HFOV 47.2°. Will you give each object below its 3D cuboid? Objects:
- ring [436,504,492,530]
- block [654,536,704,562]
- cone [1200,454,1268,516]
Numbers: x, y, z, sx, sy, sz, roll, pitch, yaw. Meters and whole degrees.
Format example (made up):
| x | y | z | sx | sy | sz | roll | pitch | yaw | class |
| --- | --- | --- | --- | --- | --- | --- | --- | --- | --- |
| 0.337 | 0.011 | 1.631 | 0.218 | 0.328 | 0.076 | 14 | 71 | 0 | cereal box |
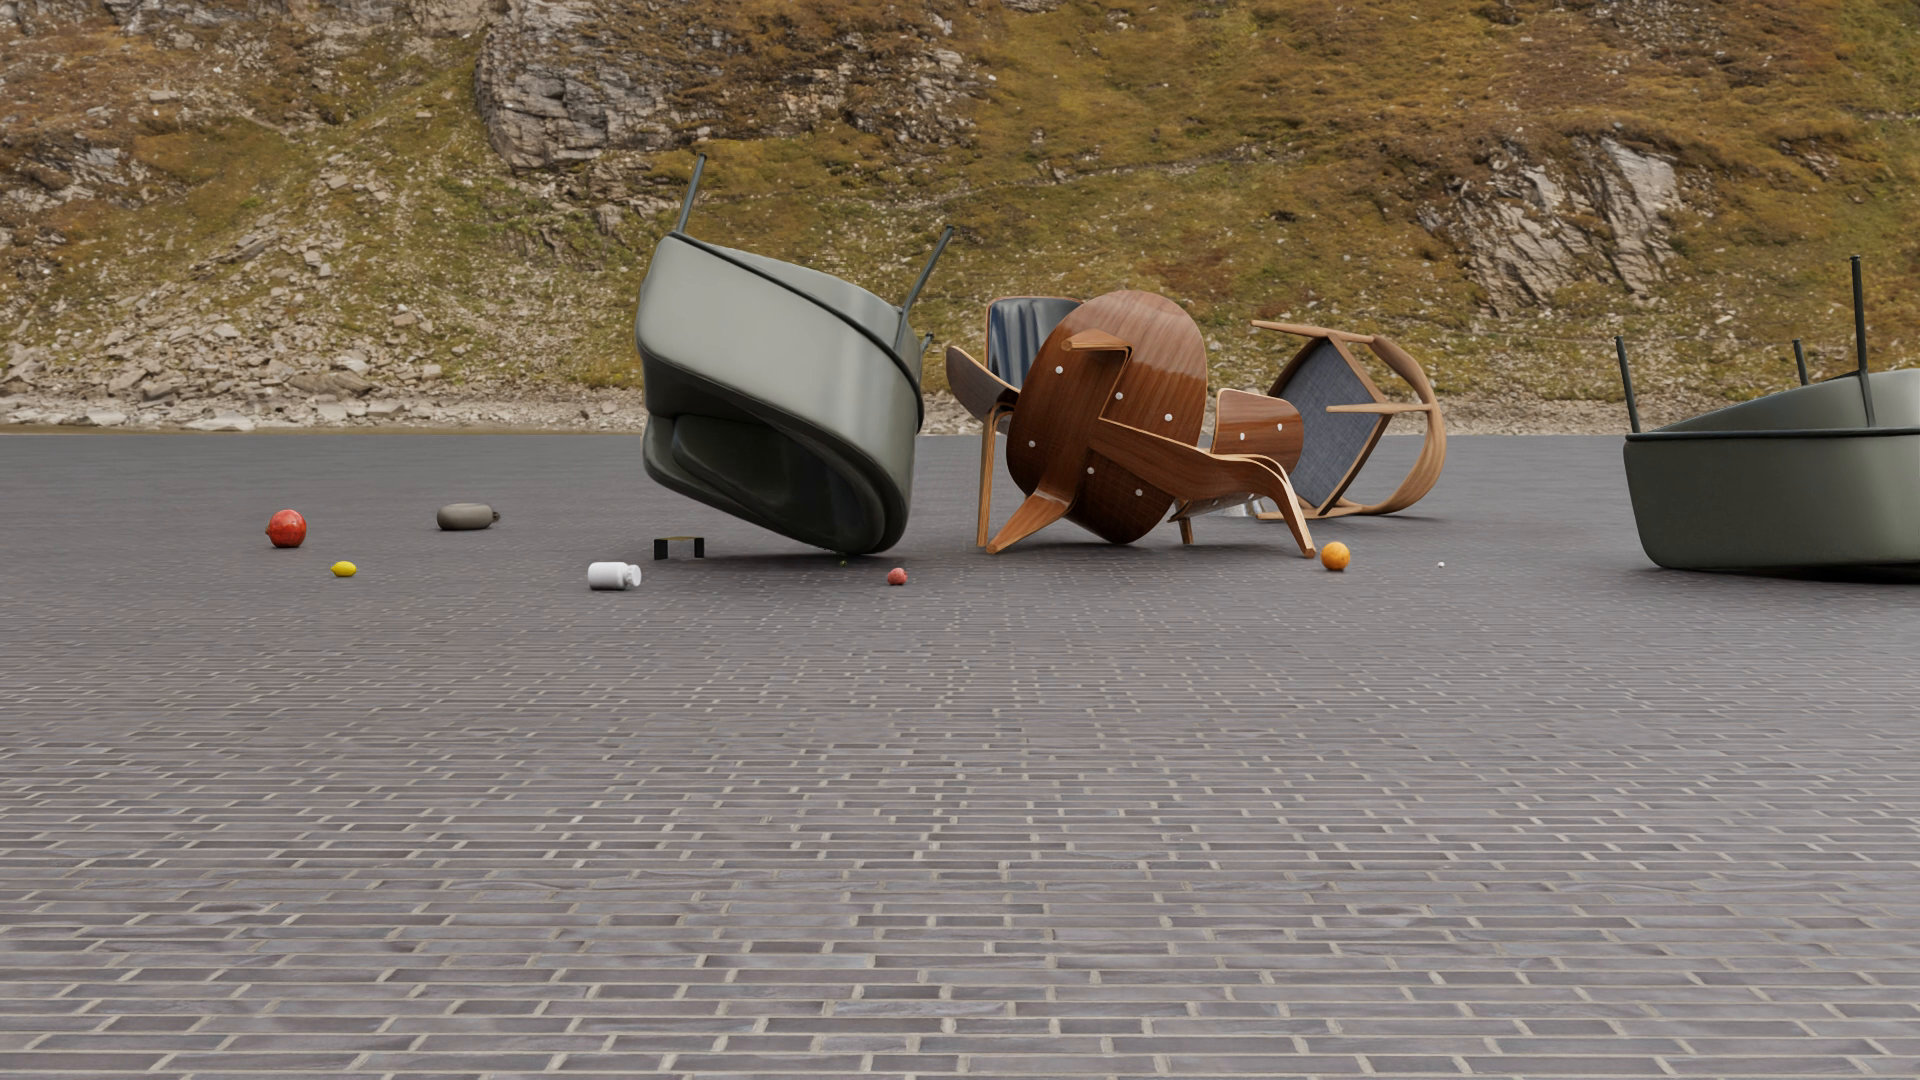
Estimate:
| x | y | z | sx | sy | sz | roll | pitch | yaw | class |
| --- | --- | --- | --- | --- | --- | --- | --- | --- | --- |
| -1.593 | -0.075 | 7.076 | 0.155 | 0.077 | 0.235 | 3 | 6 | 16 | ring |
| -0.741 | 0.023 | 5.806 | 0.081 | 0.055 | 0.125 | 2 | 4 | 22 | block |
| 0.978 | -0.203 | 7.868 | 0.248 | 0.223 | 0.230 | 1 | 4 | 18 | cone |
